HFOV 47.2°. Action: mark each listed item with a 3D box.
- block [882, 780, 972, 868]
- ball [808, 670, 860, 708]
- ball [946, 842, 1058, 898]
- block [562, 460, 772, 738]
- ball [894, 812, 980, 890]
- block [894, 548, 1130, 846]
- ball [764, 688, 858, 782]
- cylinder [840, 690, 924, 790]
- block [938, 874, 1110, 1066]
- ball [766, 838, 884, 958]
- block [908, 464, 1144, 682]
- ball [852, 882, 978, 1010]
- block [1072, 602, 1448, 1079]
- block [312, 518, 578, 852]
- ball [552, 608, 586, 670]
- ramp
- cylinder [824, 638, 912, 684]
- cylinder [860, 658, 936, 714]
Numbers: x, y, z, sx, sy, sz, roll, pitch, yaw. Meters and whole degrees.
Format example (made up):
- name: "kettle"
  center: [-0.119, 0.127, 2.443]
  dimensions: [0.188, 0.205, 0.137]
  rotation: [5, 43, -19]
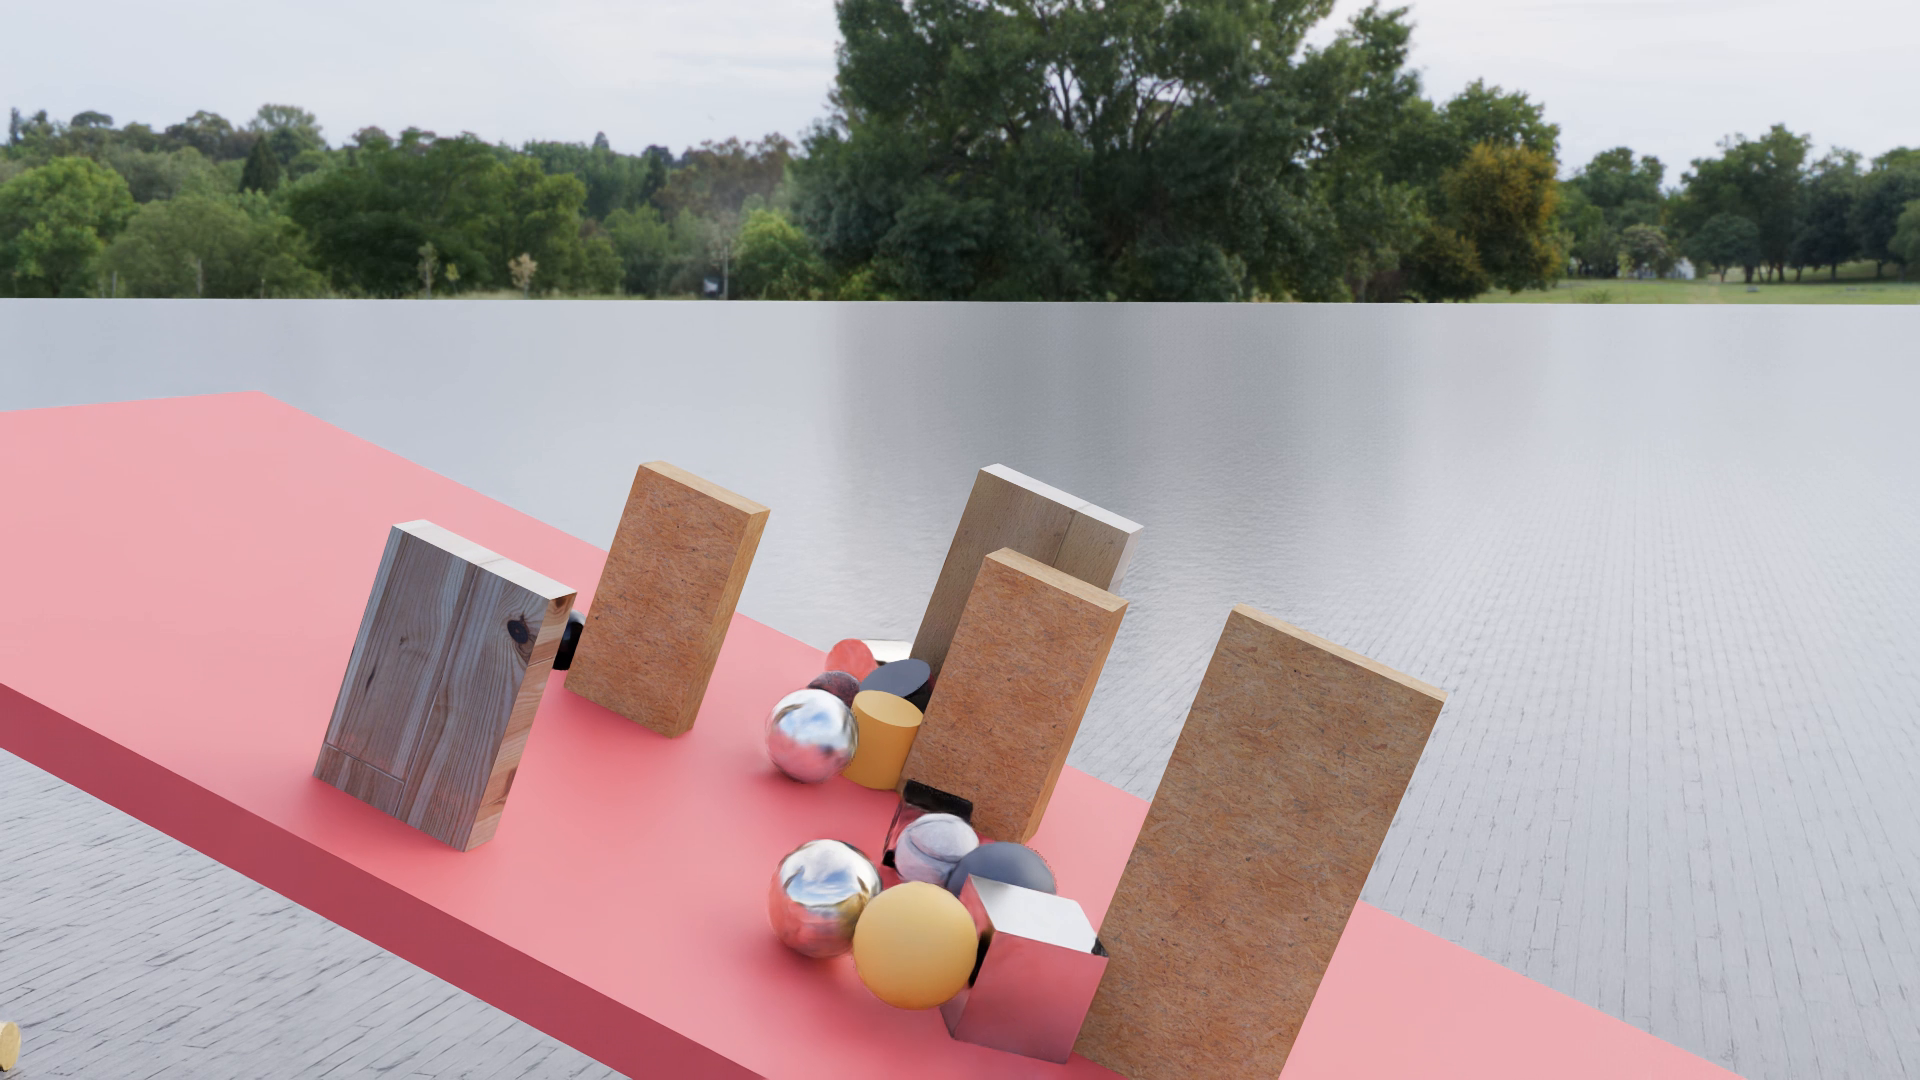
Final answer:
- name: "block"
  center: [-0.061, 0.551, 4.143]
  dimensions: [0.130, 0.130, 0.130]
  rotation: [20, 13, -4]
- name: "ball"
  center: [-0.265, 0.345, 4.670]
  dimensions: [0.136, 0.136, 0.136]
  rotation: [0, 7, 0]
- name: "ball"
  center: [0.073, 0.630, 3.872]
  dimensions: [0.196, 0.196, 0.196]
  rotation: [0, 7, 0]
- name: "block"
  center: [-0.579, 0.116, 4.334]
  dimensions: [0.249, 0.481, 0.104]
  rotation: [24, 13, 13]
- name: "ball"
  center: [-0.040, 0.577, 3.999]
  dimensions: [0.161, 0.161, 0.161]
  rotation: [0, 7, 0]
- name: "block"
  center: [0.104, 0.319, 4.463]
  dimensions: [0.280, 0.529, 0.150]
  rotation: [24, 13, 13]
- name: "ball"
  center: [-0.294, 0.385, 4.343]
  dimensions: [0.183, 0.183, 0.183]
  rotation: [0, 7, 0]
- name: "cylinder"
  center: [-0.167, 0.408, 4.495]
  dimensions: [0.148, 0.148, 0.148]
  rotation: [17, 19, -6]
- name: "block"
  center: [0.092, 0.701, 3.597]
  dimensions: [0.200, 0.200, 0.200]
  rotation: [17, 13, -17]
- name: "ball"
  center: [-0.219, 0.586, 3.596]
  dimensions: [0.193, 0.193, 0.193]
  rotation: [0, 7, 0]
- name: "block"
  center: [0.109, 0.198, 4.744]
  dimensions: [0.349, 0.631, 0.138]
  rotation: [24, 13, 13]
- name: "ball"
  center: [-0.071, 0.641, 3.481]
  dimensions: [0.199, 0.199, 0.199]
  rotation: [0, 7, 0]
- name: "block"
  center: [0.460, 0.533, 3.539]
  dimensions: [0.356, 0.787, 0.081]
  rotation: [24, 13, 13]
- name: "block"
  center: [-0.829, 0.232, 3.530]
  dimensions: [0.294, 0.445, 0.094]
  rotation: [24, 13, 13]
- name: "ball"
  center: [-0.801, 0.200, 4.439]
  dimensions: [0.128, 0.128, 0.128]
  rotation: [0, 7, 0]
- name: "ramp"
  center: [-0.316, 0.566, 4.200]
  dimensions: [4.000, 0.100, 2.000]
  rotation: [24, 13, 13]
- name: "cylinder"
  center: [-0.191, 0.301, 4.916]
  dimensions: [0.160, 0.160, 0.160]
  rotation: [6, 0, 40]
- name: "cylinder"
  center: [-0.114, 0.360, 4.650]
  dimensions: [0.157, 0.157, 0.157]
  rotation: [-15, 27, 8]
